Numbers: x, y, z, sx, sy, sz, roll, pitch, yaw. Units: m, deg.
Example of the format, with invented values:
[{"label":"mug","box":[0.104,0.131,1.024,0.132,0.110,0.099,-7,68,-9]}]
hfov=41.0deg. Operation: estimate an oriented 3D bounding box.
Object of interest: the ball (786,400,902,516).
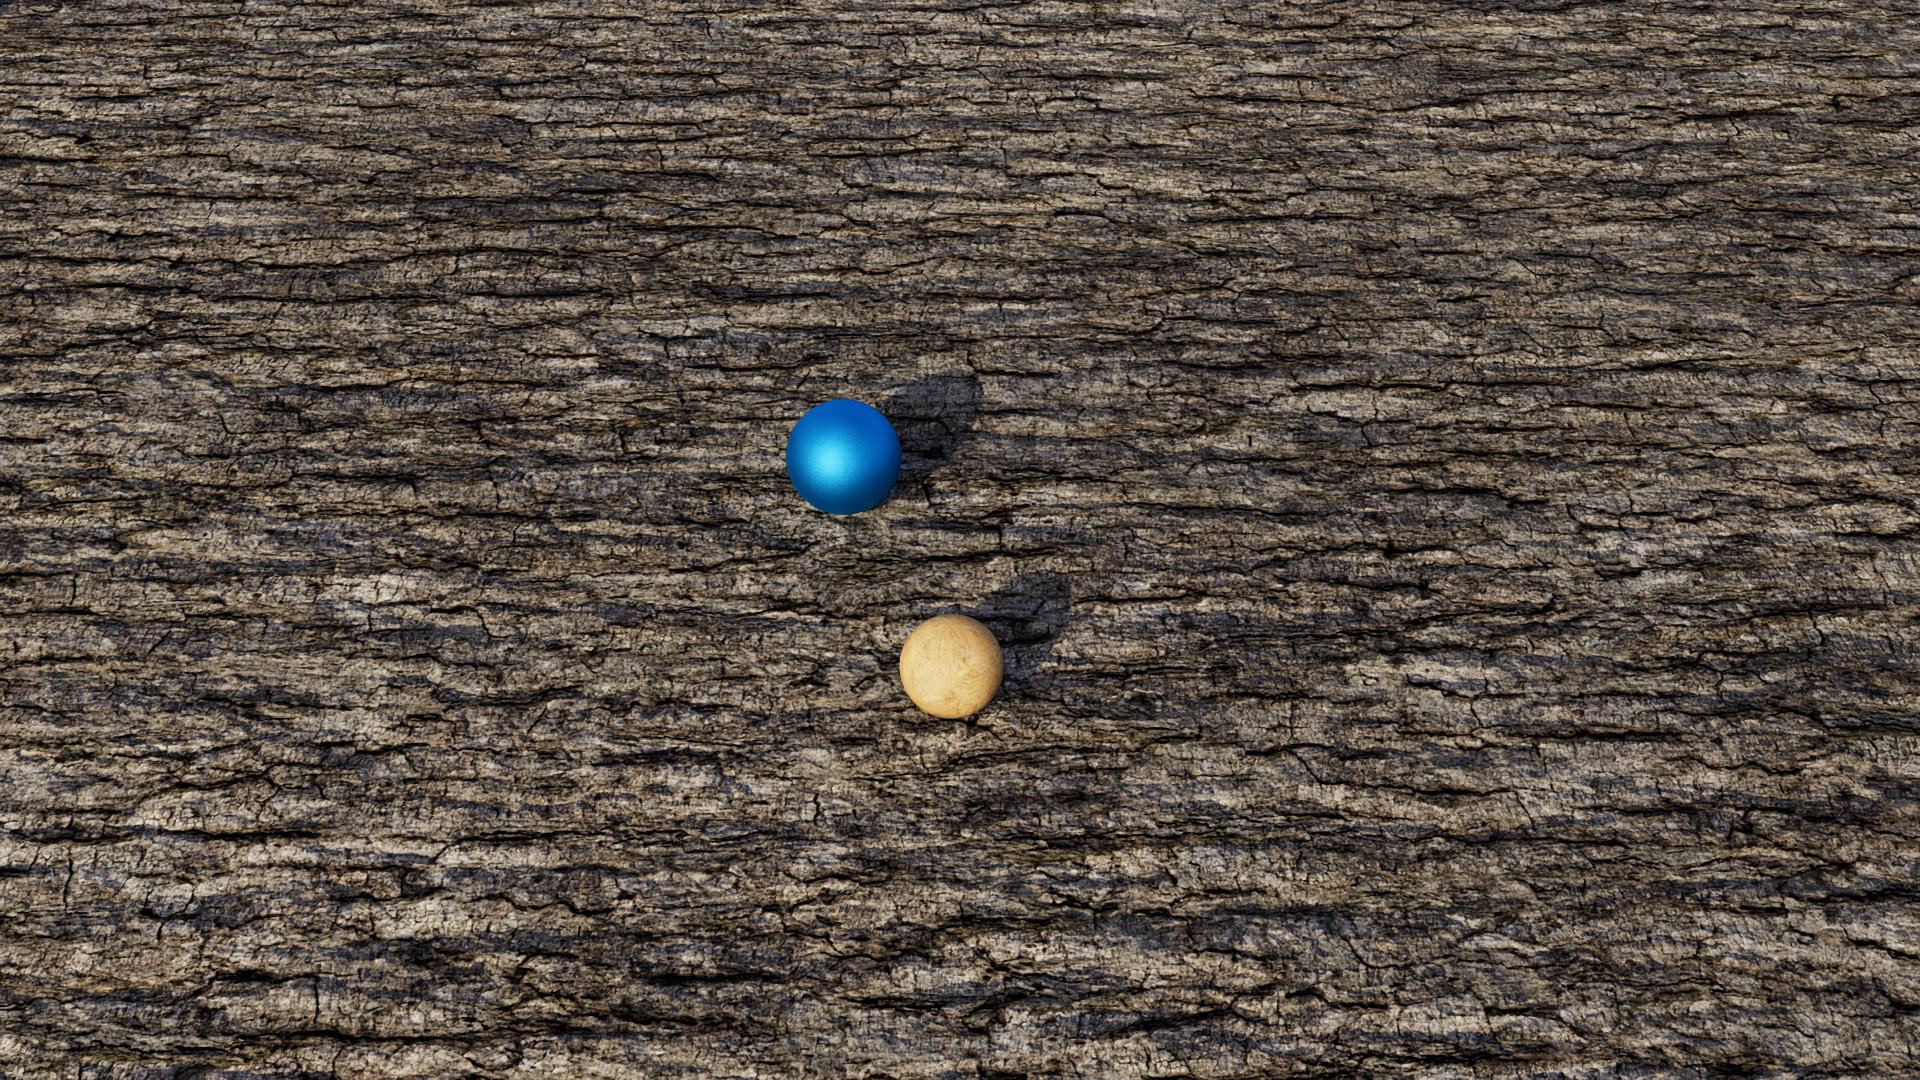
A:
[{"label":"ball","box":[-0.075,-0.054,1.665,0.075,0.075,0.075,0,36,0]}]

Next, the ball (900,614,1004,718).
[{"label":"ball","box":[-0.005,0.074,1.504,0.062,0.062,0.062,0,36,0]}]
